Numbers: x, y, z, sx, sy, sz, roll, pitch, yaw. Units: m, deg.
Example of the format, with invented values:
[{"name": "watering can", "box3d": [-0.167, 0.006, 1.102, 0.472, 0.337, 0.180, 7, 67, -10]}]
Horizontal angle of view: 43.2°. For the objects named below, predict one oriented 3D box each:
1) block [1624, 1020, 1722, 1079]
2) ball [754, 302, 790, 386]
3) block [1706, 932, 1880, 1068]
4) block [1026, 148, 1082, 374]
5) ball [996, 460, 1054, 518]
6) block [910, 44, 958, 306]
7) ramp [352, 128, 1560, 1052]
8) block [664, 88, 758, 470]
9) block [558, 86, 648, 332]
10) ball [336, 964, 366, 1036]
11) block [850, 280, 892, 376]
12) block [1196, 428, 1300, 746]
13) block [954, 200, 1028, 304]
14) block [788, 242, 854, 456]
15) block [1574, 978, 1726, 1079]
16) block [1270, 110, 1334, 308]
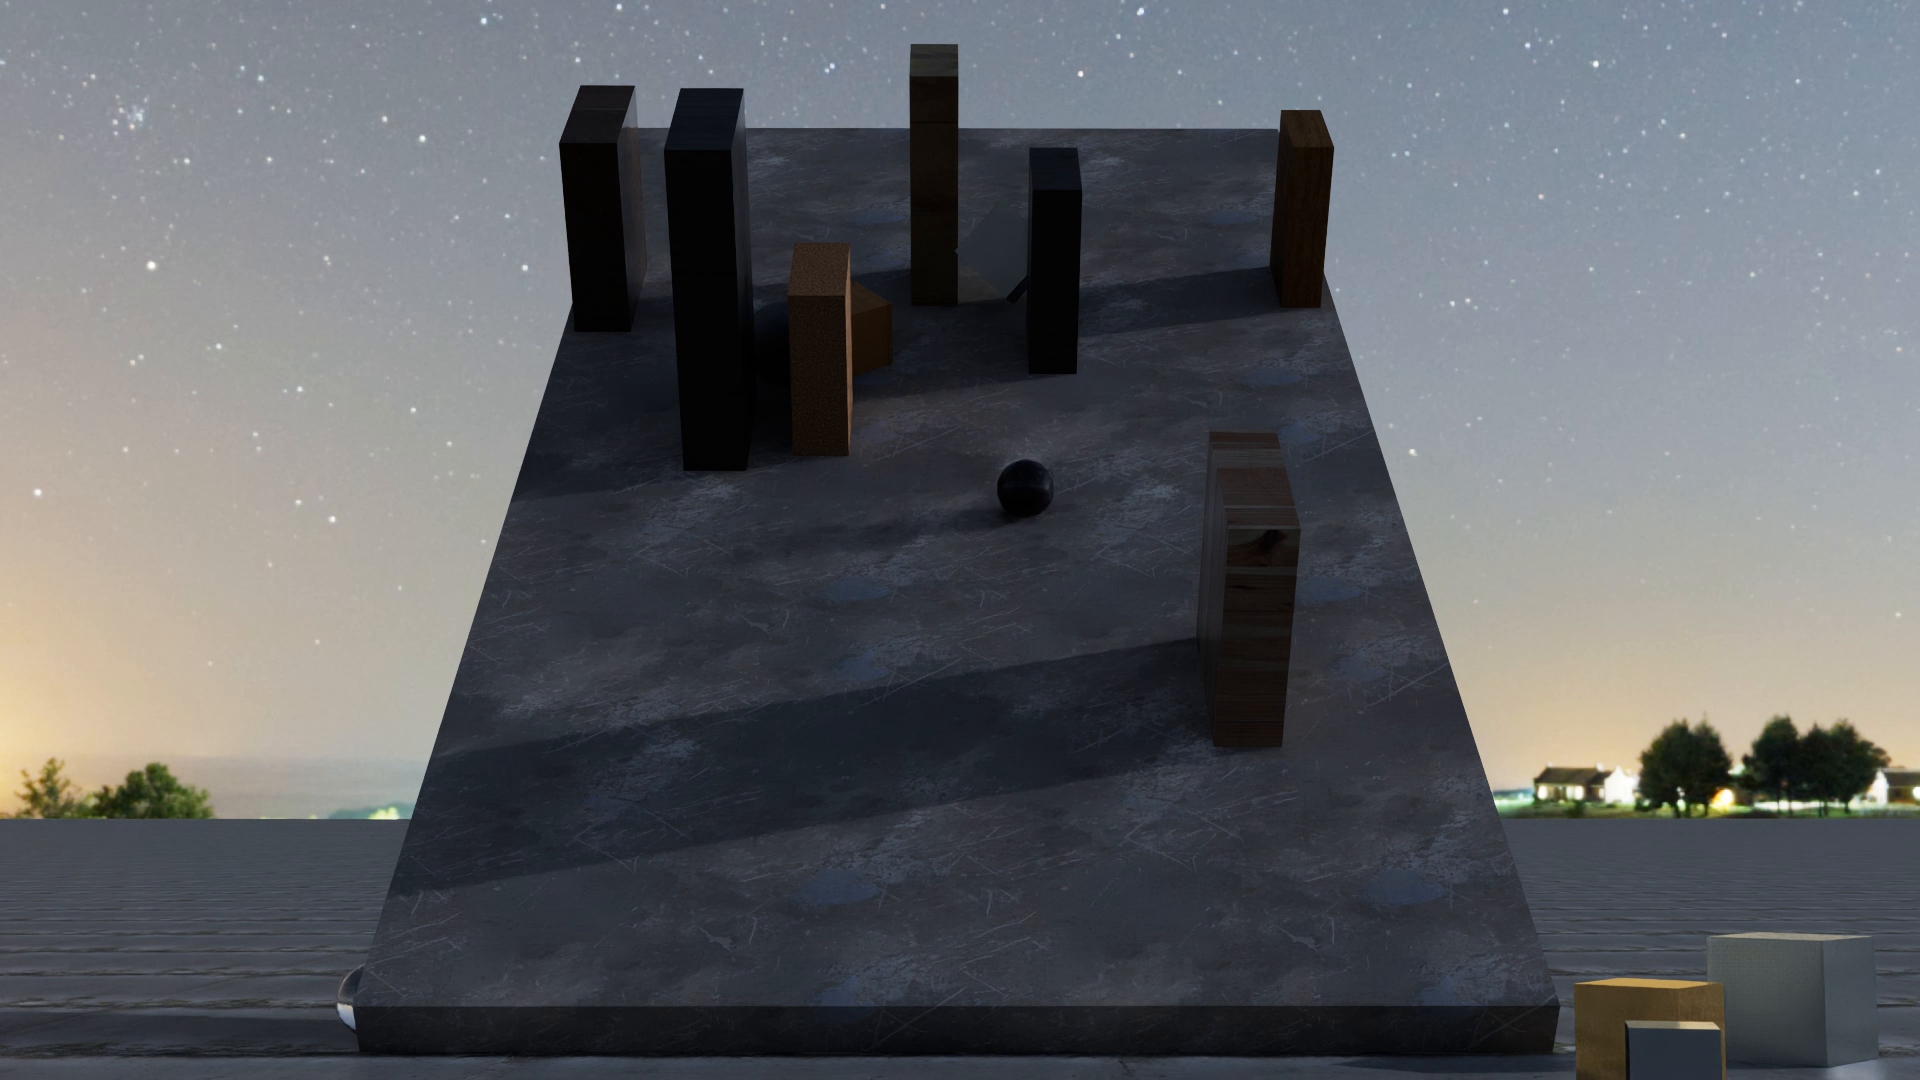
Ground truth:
[{"name": "block", "box3d": [0.951, 0.706, 3.235, 0.116, 0.116, 0.116, -1, -7, 13]}, {"name": "ball", "box3d": [-0.429, -0.480, 5.927, 0.203, 0.203, 0.203, 0, -6, 0]}, {"name": "block", "box3d": [1.356, 0.746, 3.953, 0.197, 0.197, 0.197, -6, -9, 43]}, {"name": "block", "box3d": [0.230, -0.692, 6.008, 0.118, 0.489, 0.272, 0, 31, 0]}, {"name": "ball", "box3d": [0.145, -0.114, 5.386, 0.129, 0.129, 0.129, 0, -6, 0]}, {"name": "block", "box3d": [-0.066, -0.944, 6.296, 0.122, 0.628, 0.241, 0, 31, 0]}, {"name": "ramp", "box3d": [-0.014, -0.204, 5.761, 2.000, 0.100, 4.000, 0, 31, 0]}, {"name": "block", "box3d": [-0.564, -0.593, 5.548, 0.144, 0.783, 0.380, 0, 31, 0]}, {"name": "block", "box3d": [-0.915, -0.858, 6.259, 0.142, 0.512, 0.408, 0, 31, 0]}, {"name": "ball", "box3d": [-1.027, 0.812, 4.271, 0.137, 0.137, 0.137, 0, -6, 0]}, {"name": "block", "box3d": [-0.284, -0.522, 6.035, 0.165, 0.165, 0.165, -20, 36, -30]}, {"name": "block", "box3d": [0.552, 0.090, 4.695, 0.131, 0.484, 0.387, 0, 31, 0]}, {"name": "block", "box3d": [0.123, -0.744, 6.272, 0.180, 0.180, 0.180, 43, 5, 5]}, {"name": "block", "box3d": [-0.323, -0.447, 5.669, 0.129, 0.409, 0.293, 0, 31, 0]}, {"name": "block", "box3d": [0.985, 0.711, 3.460, 0.156, 0.156, 0.156, -5, -8, 39]}, {"name": "block", "box3d": [0.893, -0.868, 6.352, 0.103, 0.446, 0.265, 0, 31, 0]}]
